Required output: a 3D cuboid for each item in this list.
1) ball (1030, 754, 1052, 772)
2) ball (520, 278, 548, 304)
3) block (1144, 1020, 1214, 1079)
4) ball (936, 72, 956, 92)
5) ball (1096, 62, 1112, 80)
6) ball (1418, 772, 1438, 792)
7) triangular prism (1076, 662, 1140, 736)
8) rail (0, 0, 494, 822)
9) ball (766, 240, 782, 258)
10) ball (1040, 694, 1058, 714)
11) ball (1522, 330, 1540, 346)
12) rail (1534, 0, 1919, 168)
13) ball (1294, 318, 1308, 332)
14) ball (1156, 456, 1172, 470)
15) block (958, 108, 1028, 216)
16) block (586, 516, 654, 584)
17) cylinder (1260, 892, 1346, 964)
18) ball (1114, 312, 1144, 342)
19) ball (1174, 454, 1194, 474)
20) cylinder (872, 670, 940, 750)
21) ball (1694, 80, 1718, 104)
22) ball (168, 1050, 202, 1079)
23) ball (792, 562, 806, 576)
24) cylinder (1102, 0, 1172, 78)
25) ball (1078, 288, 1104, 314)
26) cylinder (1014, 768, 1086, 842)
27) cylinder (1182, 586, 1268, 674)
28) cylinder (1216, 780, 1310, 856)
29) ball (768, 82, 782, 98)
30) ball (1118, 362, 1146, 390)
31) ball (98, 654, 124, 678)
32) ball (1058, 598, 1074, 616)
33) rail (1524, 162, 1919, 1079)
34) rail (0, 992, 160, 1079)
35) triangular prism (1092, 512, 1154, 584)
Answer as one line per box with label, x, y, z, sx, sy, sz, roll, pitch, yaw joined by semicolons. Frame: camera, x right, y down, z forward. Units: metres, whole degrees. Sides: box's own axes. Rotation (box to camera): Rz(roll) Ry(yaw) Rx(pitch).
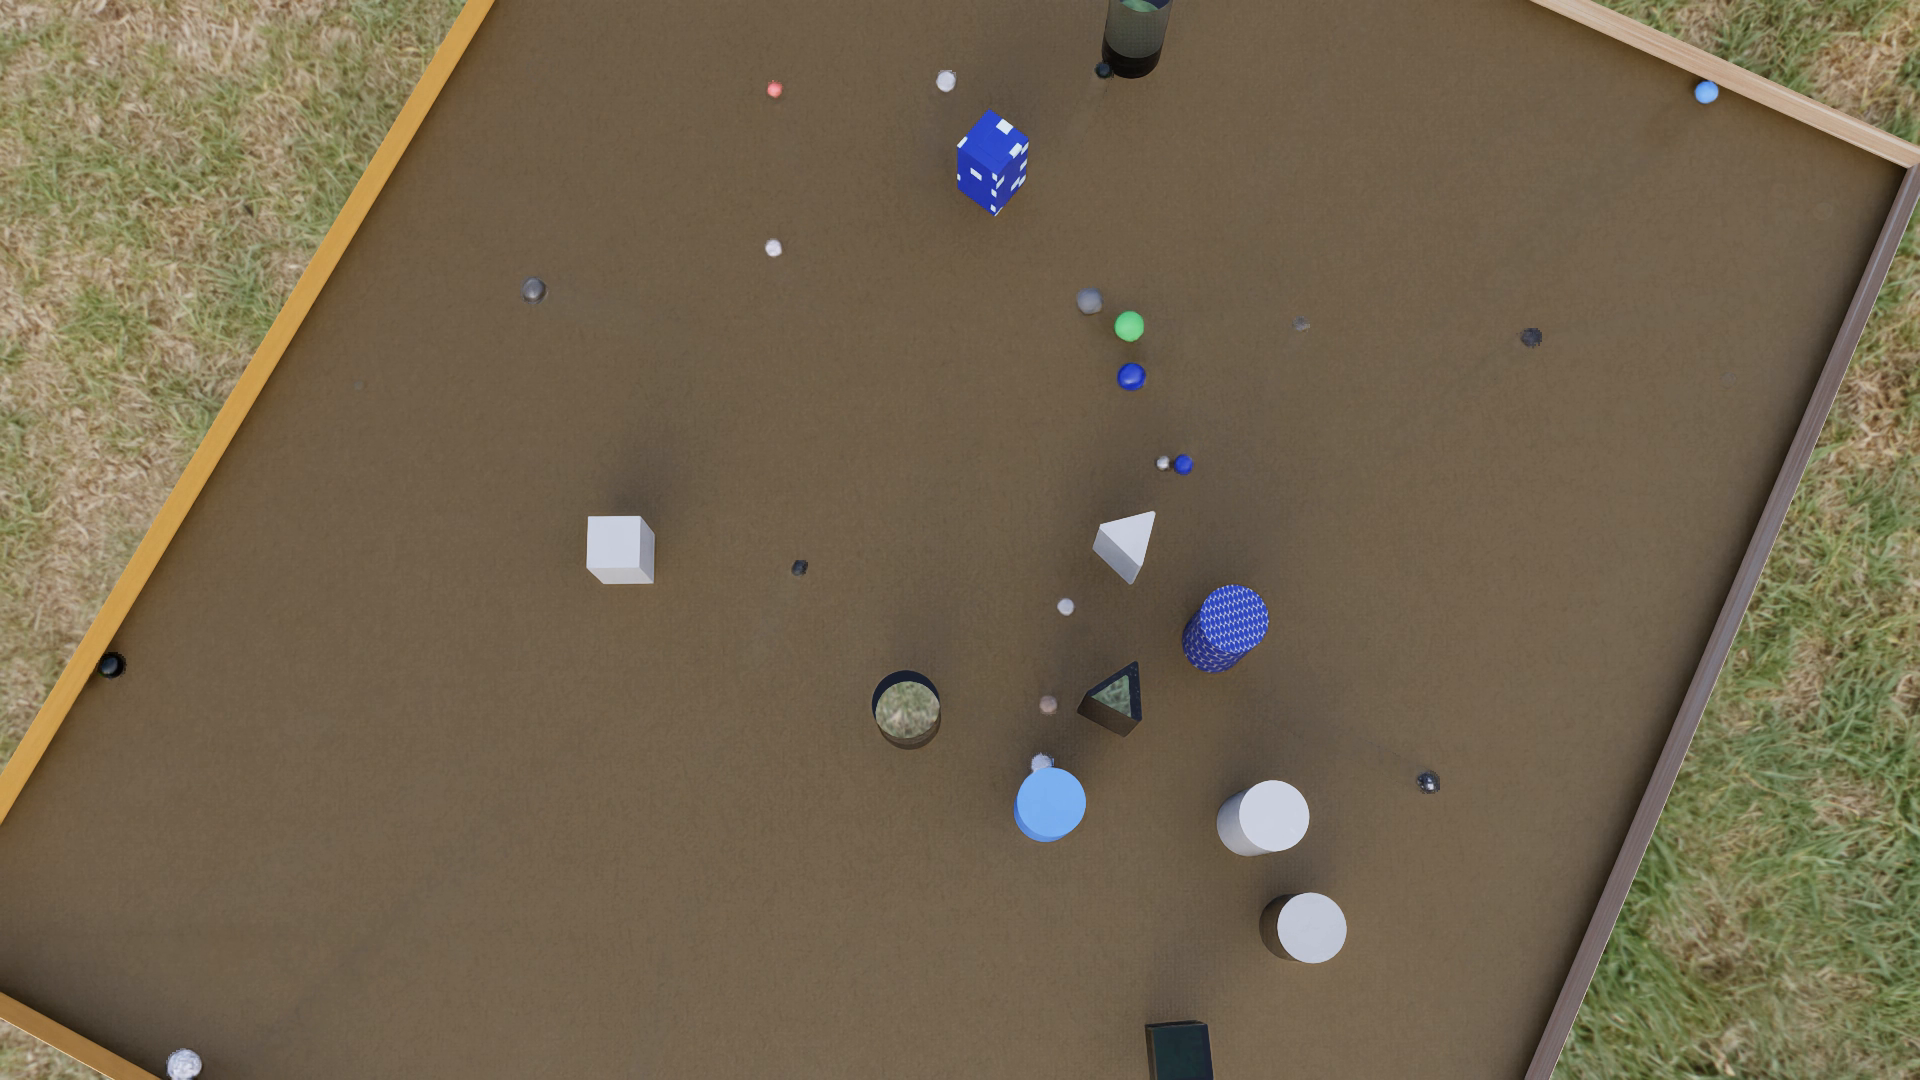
ball;0.241;0.668;5.446;0.063;0.063;0.063;0;78;0
ball;-1.333;-0.781;5.737;0.081;0.081;0.081;0;78;0
block;0.619;1.452;5.193;0.153;0.240;0.153;-5;78;-1
ball;-0.045;-1.473;5.889;0.063;0.063;0.063;0;78;0
ball;0.464;-1.511;5.901;0.051;0.051;0.051;0;78;0
ball;1.389;0.719;5.439;0.057;0.057;0.057;0;78;0
triangular prism;0.457;0.445;5.293;0.166;0.453;0.144;27;80;5
rail;-1.936;-0.941;5.747;0.045;0.124;4.934;26;80;5
ball;-0.587;-0.919;5.780;0.052;0.052;0.052;0;78;0
ball;0.265;0.490;5.487;0.055;0.055;0.055;0;78;0
ball;1.780;-0.631;5.720;0.054;0.054;0.054;0;78;0
rail;1.093;-2.134;5.993;4.377;0.124;0.045;26;80;5
ball;1.067;-0.675;5.735;0.041;0.041;0.041;0;78;0
ball;0.627;-0.237;5.641;0.048;0.048;0.048;0;78;0
block;0.100;-1.168;5.690;0.153;0.330;0.153;38;81;7
block;-1.011;0.032;5.477;0.153;0.260;0.153;-1;78;0
cylinder;0.974;1.105;5.226;0.191;0.318;0.191;0;78;0
ball;0.528;-0.666;5.706;0.094;0.094;0.094;0;78;0
ball;0.689;-0.234;5.635;0.058;0.058;0.058;0;78;0
cylinder;-0.152;0.498;5.329;0.191;0.361;0.191;0;78;0
ball;2.394;-1.437;5.878;0.071;0.071;0.071;0;78;0
ball;-2.225;1.510;5.258;0.090;0.090;0.090;0;78;0
ball;-0.490;0.089;5.574;0.047;0.047;0.047;0;78;0
cylinder;0.555;-1.630;5.726;0.191;0.446;0.191;0;78;0
ball;0.407;-0.745;5.730;0.080;0.080;0.080;0;78;0
cylinder;0.255;0.766;5.276;0.191;0.357;0.191;0;78;0
cylinder;0.768;0.264;5.339;0.191;0.437;0.191;0;78;0
cylinder;0.858;0.798;5.222;0.191;0.450;0.191;0;78;0
ball;-0.596;-1.448;5.893;0.045;0.045;0.045;0;78;0
ball;0.533;-0.505;5.677;0.087;0.087;0.087;0;78;0
ball;-2.548;0.379;5.500;0.075;0.075;0.075;0;78;0
ball;0.322;0.203;5.549;0.050;0.050;0.050;0;78;0
rail;1.936;0.955;5.354;0.045;0.124;4.934;26;80;5
rail;-1.093;2.147;5.108;4.377;0.124;0.045;26;80;5
triangular prism;0.515;-0.002;5.462;0.144;0.303;0.166;-44;82;-8
